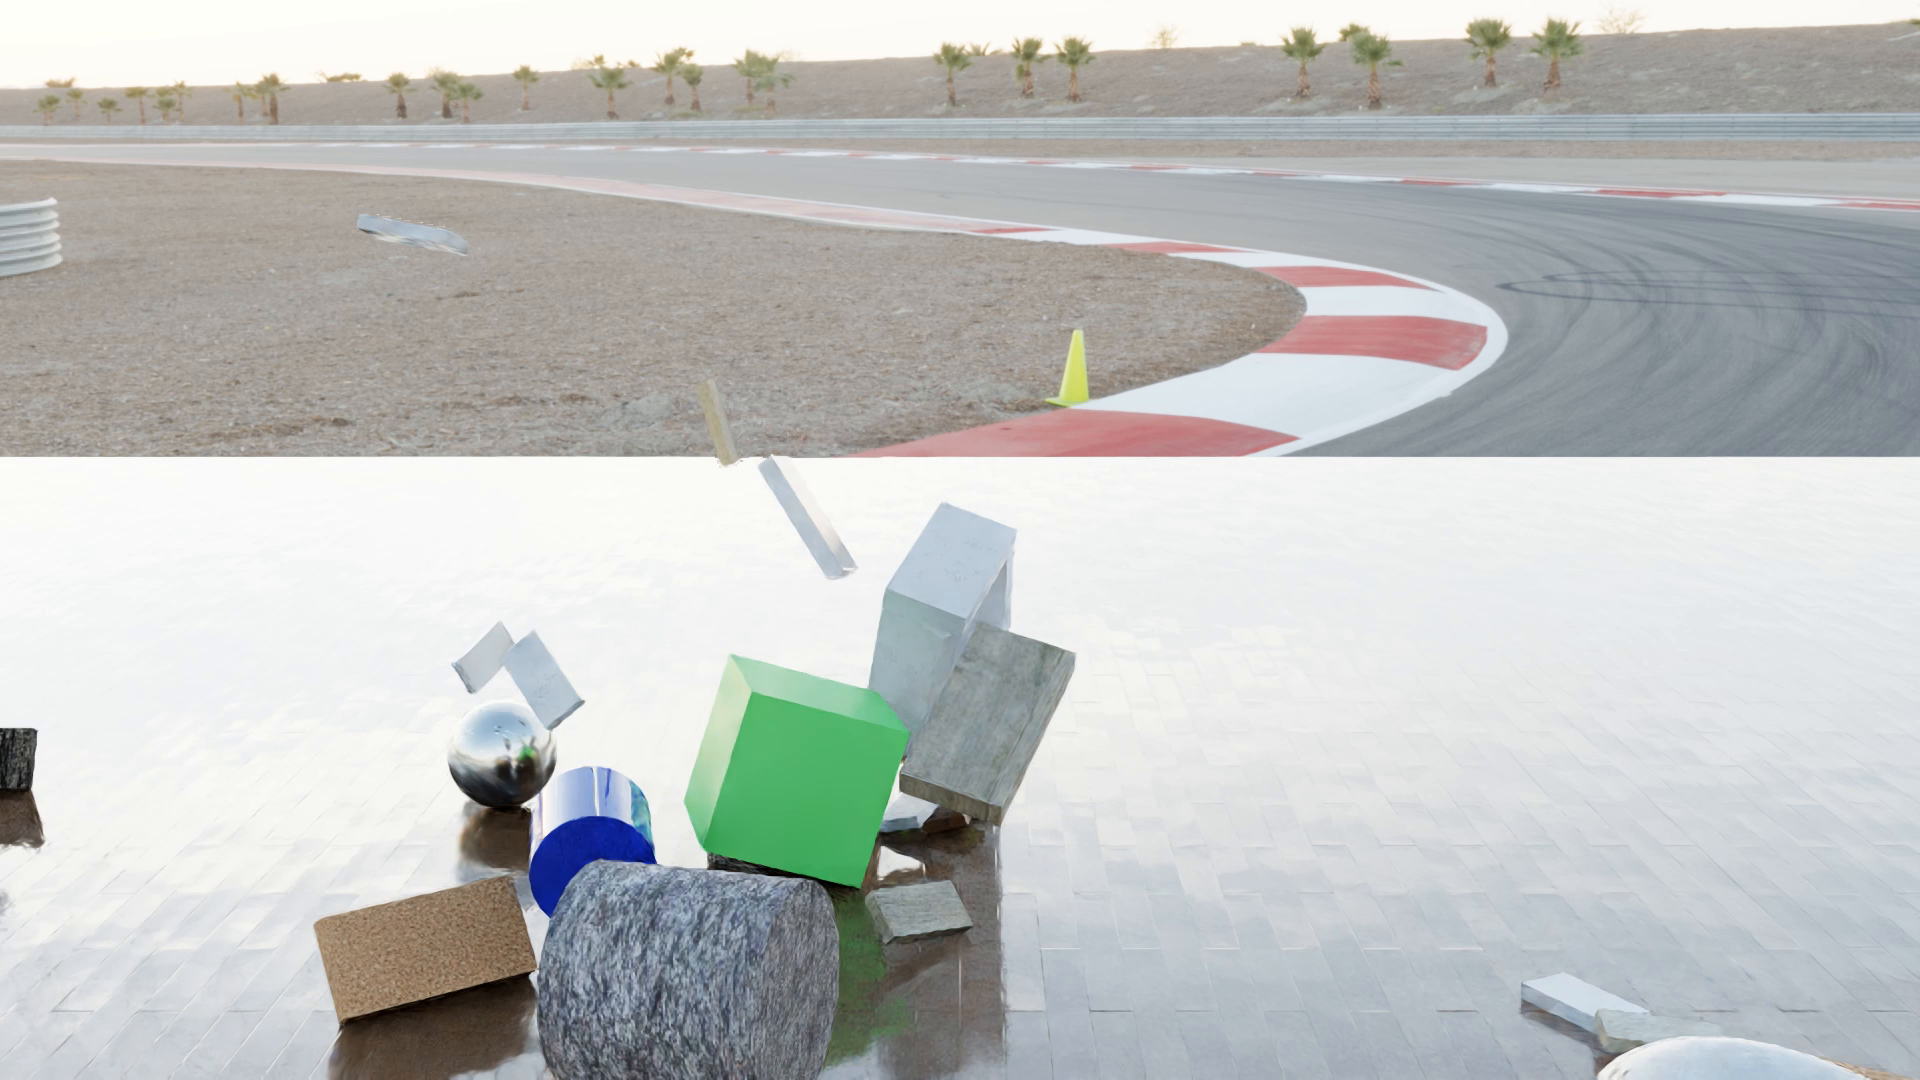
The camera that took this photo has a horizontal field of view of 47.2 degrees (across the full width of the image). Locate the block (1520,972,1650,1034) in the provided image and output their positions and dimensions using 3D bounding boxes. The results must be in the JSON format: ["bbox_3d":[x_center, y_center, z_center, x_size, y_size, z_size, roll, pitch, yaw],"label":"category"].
[{"bbox_3d":[0.900,0.670,3.172,0.084,0.024,0.168,-6,12,-29],"label":"block"}]

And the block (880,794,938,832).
[{"bbox_3d":[-0.081,0.486,4.038,0.081,0.023,0.162,-10,15,26],"label":"block"}]

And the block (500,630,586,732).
[{"bbox_3d":[-0.716,0.240,3.772,0.081,0.161,0.023,-40,-23,3],"label":"block"}]

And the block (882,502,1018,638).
[{"bbox_3d":[-0.016,0.049,3.969,0.153,0.043,0.307,21,36,8],"label":"block"}]

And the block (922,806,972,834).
[{"bbox_3d":[-0.011,0.488,4.042,0.081,0.023,0.162,-12,15,16],"label":"block"}]

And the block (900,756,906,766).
[{"bbox_3d":[-0.098,0.383,4.079,0.162,0.023,0.081,8,35,-9],"label":"block"}]

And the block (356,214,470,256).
[{"bbox_3d":[-0.895,-0.499,3.601,0.161,0.023,0.081,12,-4,12],"label":"block"}]

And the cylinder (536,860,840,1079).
[{"bbox_3d":[-0.350,0.582,2.884,0.299,0.299,0.299,3,11,17],"label":"cylinder"}]

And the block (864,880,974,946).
[{"bbox_3d":[-0.064,0.582,3.443,0.168,0.024,0.084,1,50,-43],"label":"block"}]

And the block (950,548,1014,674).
[{"bbox_3d":[0.010,0.252,4.145,0.153,0.492,0.043,3,1,17],"label":"block"}]

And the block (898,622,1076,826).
[{"bbox_3d":[0.041,0.250,3.048,0.148,0.042,0.297,18,48,13],"label":"block"}]

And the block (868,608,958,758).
[{"bbox_3d":[-0.092,0.244,3.984,0.043,0.307,0.153,-23,49,-37],"label":"block"}]

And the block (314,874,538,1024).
[{"bbox_3d":[-0.780,0.597,3.223,0.297,0.148,0.042,-8,-18,-38],"label":"block"}]

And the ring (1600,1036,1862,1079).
[{"bbox_3d":[0.835,0.654,2.247,0.405,0.405,0.135,7,51,34],"label":"ring"}]

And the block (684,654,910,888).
[{"bbox_3d":[-0.286,0.392,3.775,0.279,0.279,0.279,16,6,-16],"label":"block"}]

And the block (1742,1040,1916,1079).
[{"bbox_3d":[1.214,0.733,2.784,0.489,0.042,0.148,7,13,34],"label":"block"}]

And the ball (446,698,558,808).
[{"bbox_3d":[-0.859,0.401,4.128,0.204,0.204,0.204,0,11,0],"label":"ball"}]

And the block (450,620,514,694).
[{"bbox_3d":[-0.998,0.246,4.626,0.023,0.081,0.161,-15,23,33],"label":"block"}]

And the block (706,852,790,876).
[{"bbox_3d":[-0.356,0.551,3.816,0.161,0.023,0.081,10,14,42],"label":"block"}]

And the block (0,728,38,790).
[{"bbox_3d":[-1.908,0.422,4.243,0.234,0.117,0.033,0,-13,1],"label":"block"}]

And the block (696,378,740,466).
[{"bbox_3d":[-0.451,-0.220,4.098,0.023,0.161,0.081,-16,6,6],"label":"block"}]

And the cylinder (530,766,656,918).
[{"bbox_3d":[-0.547,0.457,3.268,0.183,0.183,0.183,-2,18,-10],"label":"cylinder"}]

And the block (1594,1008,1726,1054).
[{"bbox_3d":[0.966,0.685,3.024,0.168,0.024,0.084,7,16,4],"label":"block"}]

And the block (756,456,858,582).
[{"bbox_3d":[-0.252,-0.037,3.651,0.032,0.225,0.112,-33,-5,9],"label":"block"}]
